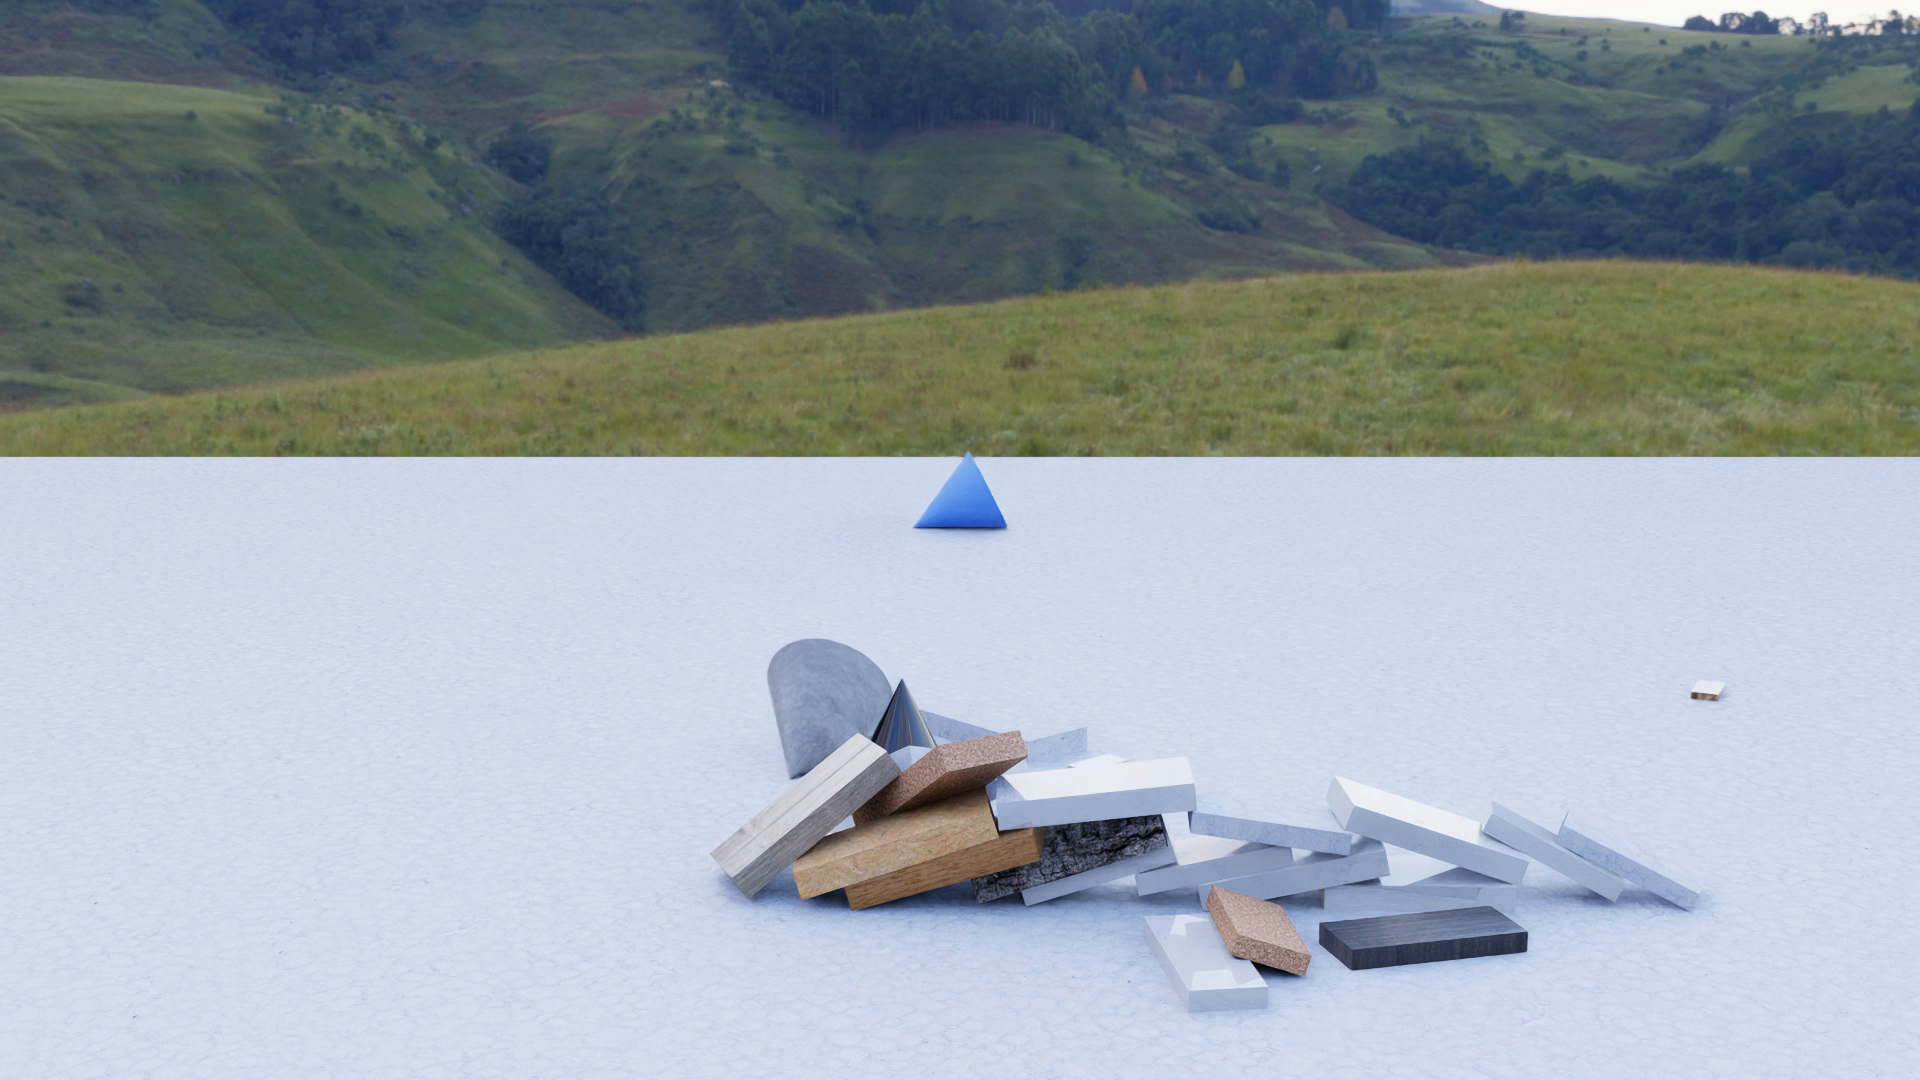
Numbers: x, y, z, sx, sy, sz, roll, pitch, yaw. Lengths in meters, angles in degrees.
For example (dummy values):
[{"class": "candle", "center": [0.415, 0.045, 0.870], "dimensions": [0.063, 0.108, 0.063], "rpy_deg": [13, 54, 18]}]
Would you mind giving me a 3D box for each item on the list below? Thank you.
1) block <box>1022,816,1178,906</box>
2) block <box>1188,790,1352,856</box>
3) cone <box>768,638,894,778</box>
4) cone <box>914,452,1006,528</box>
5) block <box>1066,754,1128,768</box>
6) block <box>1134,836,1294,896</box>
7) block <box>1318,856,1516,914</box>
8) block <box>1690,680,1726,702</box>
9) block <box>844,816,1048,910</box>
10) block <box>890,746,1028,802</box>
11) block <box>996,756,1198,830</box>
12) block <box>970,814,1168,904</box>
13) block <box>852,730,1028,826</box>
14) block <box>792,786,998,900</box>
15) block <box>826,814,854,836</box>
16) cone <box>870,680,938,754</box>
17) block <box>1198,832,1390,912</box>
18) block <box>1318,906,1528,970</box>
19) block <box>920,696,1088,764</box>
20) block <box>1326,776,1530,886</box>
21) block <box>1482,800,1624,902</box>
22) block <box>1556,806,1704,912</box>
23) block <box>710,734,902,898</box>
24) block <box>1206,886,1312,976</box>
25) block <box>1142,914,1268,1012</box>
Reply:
[{"class": "block", "center": [0.228, 0.534, 3.657], "dimensions": [0.258, 0.037, 0.129], "rpy_deg": [-17, 9, 5]}, {"class": "block", "center": [0.506, 0.463, 3.612], "dimensions": [0.258, 0.037, 0.129], "rpy_deg": [8, 10, 3]}, {"class": "cone", "center": [-0.300, 0.389, 4.417], "dimensions": [0.272, 0.272, 0.272], "rpy_deg": [3, 38, 16]}, {"class": "cone", "center": [-0.032, -0.101, 7.054], "dimensions": [0.272, 0.272, 0.272], "rpy_deg": [-27, 12, -1]}, {"class": "block", "center": [0.275, 0.450, 4.376], "dimensions": [0.116, 0.016, 0.058], "rpy_deg": [-9, 14, -41]}, {"class": "block", "center": [0.416, 0.526, 3.645], "dimensions": [0.258, 0.037, 0.129], "rpy_deg": [-12, 10, 4]}, {"class": "block", "center": [0.752, 0.570, 3.655], "dimensions": [0.309, 0.044, 0.154], "rpy_deg": [0, 11, 3]}, {"class": "block", "center": [1.690, 0.341, 4.967], "dimensions": [0.058, 0.016, 0.116], "rpy_deg": [5, 12, 26]}, {"class": "block", "center": [-0.022, 0.524, 3.637], "dimensions": [0.322, 0.046, 0.161], "rpy_deg": [-16, 8, 9]}, {"class": "block", "center": [-0.040, 0.431, 3.934], "dimensions": [0.164, 0.047, 0.344], "rpy_deg": [-27, -24, 31]}, {"class": "block", "center": [0.223, 0.418, 3.637], "dimensions": [0.322, 0.046, 0.161], "rpy_deg": [-6, 10, 2]}, {"class": "block", "center": [0.179, 0.508, 3.645], "dimensions": [0.322, 0.046, 0.161], "rpy_deg": [-18, 9, 5]}, {"class": "block", "center": [-0.038, 0.416, 3.740], "dimensions": [0.164, 0.047, 0.329], "rpy_deg": [-7, -21, -34]}, {"class": "block", "center": [-0.107, 0.500, 3.650], "dimensions": [0.336, 0.048, 0.168], "rpy_deg": [-18, 8, 0]}, {"class": "block", "center": [-0.163, 0.523, 3.901], "dimensions": [0.336, 0.048, 0.168], "rpy_deg": [1, 11, 5]}, {"class": "cone", "center": [-0.108, 0.377, 4.149], "dimensions": [0.243, 0.243, 0.243], "rpy_deg": [0, 11, 0]}, {"class": "block", "center": [0.545, 0.539, 3.644], "dimensions": [0.309, 0.044, 0.154], "rpy_deg": [-12, 10, 5]}, {"class": "block", "center": [0.720, 0.619, 3.423], "dimensions": [0.296, 0.034, 0.119], "rpy_deg": [-3, 11, -15]}, {"class": "block", "center": [0.088, 0.394, 4.594], "dimensions": [0.168, 0.048, 0.336], "rpy_deg": [-9, 14, -41]}, {"class": "block", "center": [0.770, 0.479, 3.639], "dimensions": [0.309, 0.044, 0.154], "rpy_deg": [18, 11, -6]}, {"class": "block", "center": [0.987, 0.517, 3.666], "dimensions": [0.238, 0.034, 0.119], "rpy_deg": [28, 10, 10]}, {"class": "block", "center": [1.116, 0.528, 3.664], "dimensions": [0.239, 0.034, 0.119], "rpy_deg": [27, 18, 15]}, {"class": "block", "center": [-0.262, 0.462, 3.717], "dimensions": [0.329, 0.047, 0.164], "rpy_deg": [-39, 17, -12]}, {"class": "block", "center": [0.459, 0.602, 3.401], "dimensions": [0.117, 0.033, 0.235], "rpy_deg": [17, 8, -6]}, {"class": "block", "center": [0.368, 0.636, 3.328], "dimensions": [0.117, 0.033, 0.308], "rpy_deg": [-1, 11, -7]}]
